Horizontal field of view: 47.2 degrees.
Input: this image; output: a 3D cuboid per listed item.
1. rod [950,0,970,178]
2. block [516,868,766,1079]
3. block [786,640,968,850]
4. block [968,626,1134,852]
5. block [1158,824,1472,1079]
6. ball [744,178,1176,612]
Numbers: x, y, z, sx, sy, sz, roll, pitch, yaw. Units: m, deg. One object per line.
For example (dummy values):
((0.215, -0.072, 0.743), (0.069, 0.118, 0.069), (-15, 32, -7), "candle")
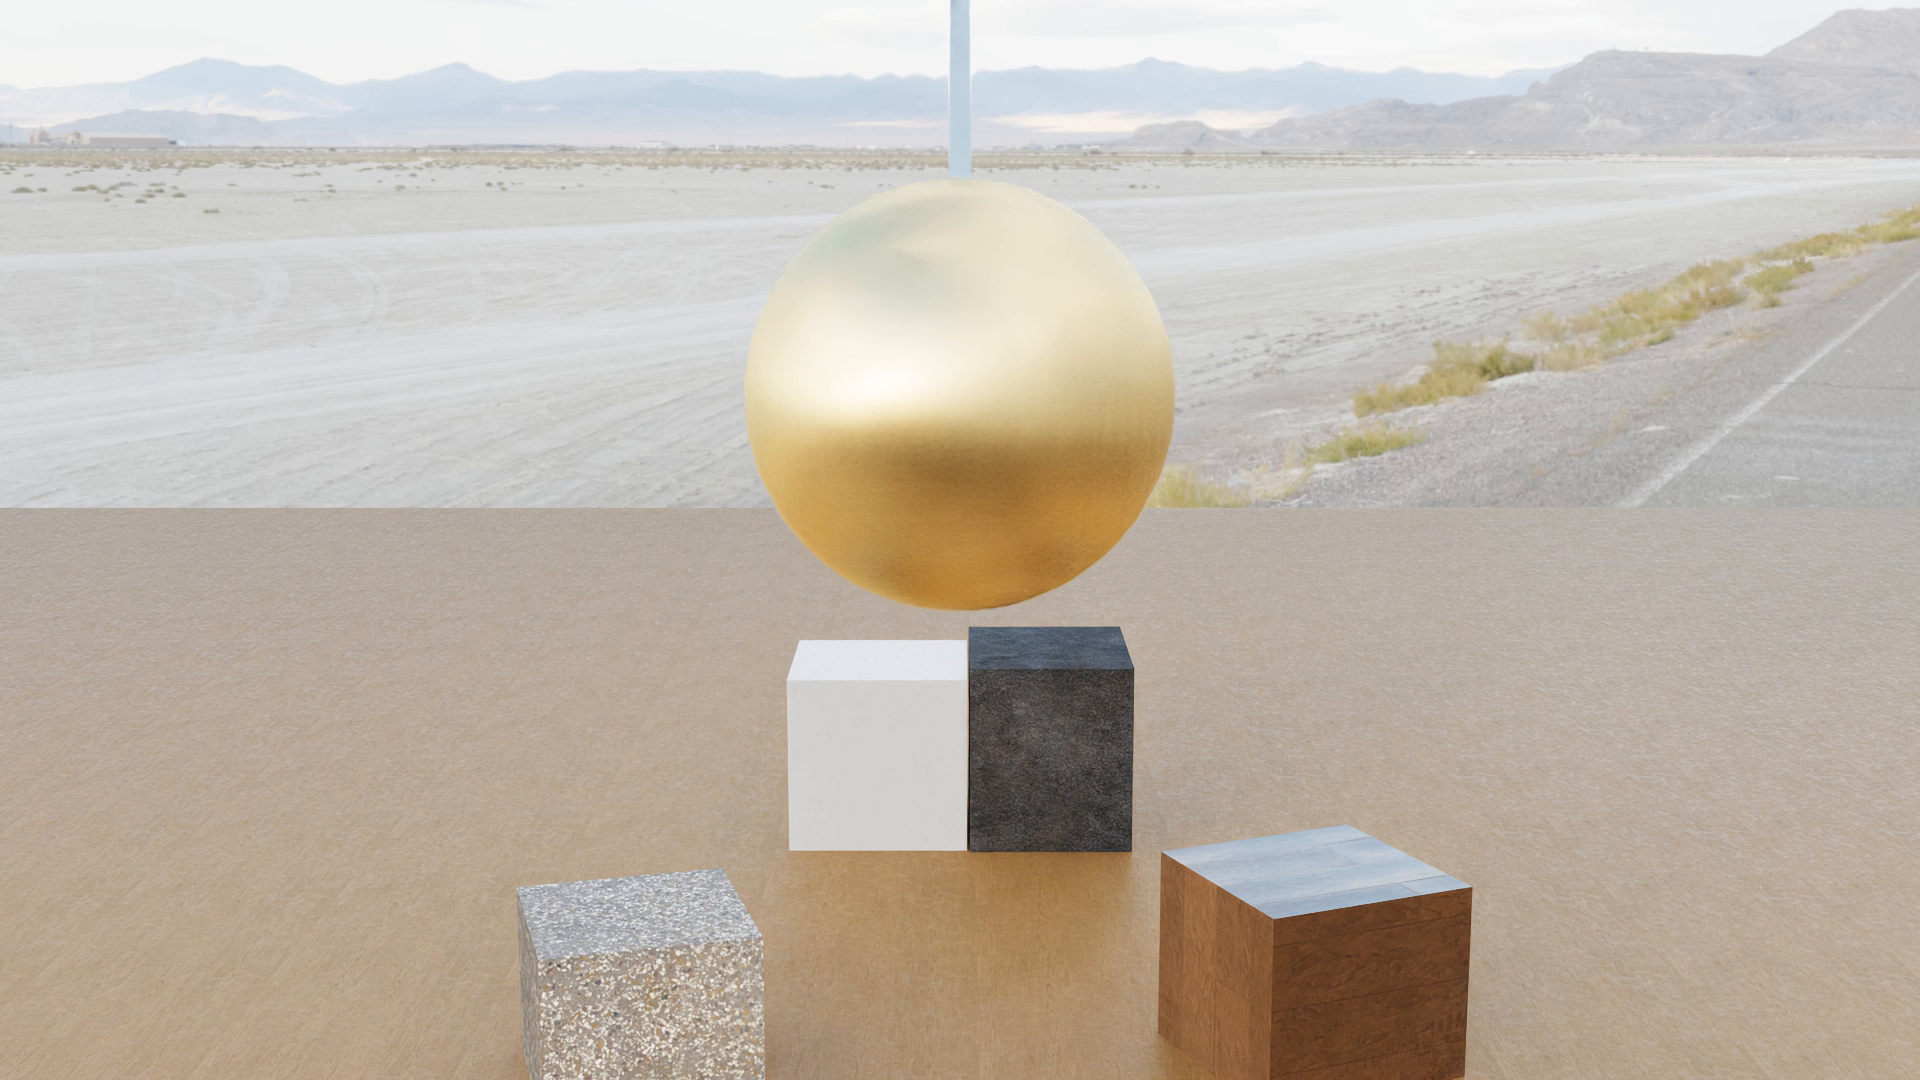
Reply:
((0.000, -3.766, 9.233), (0.080, 5.200, 0.080), (0, -18, 0), "rod")
((-1.211, 1.715, 8.268), (0.802, 0.668, 0.801), (-3, 11, -16), "block")
((-0.410, 1.045, 11.366), (0.891, 0.877, 0.881), (0, 10, 0), "block")
((0.452, 1.012, 11.374), (0.809, 0.940, 0.956), (0, 10, 0), "block")
((1.352, 1.630, 8.485), (0.866, 0.757, 0.832), (-5, 11, -23), "block")
((0.000, -0.536, 8.169), (1.600, 1.600, 1.600), (0, 10, 0), "ball")
